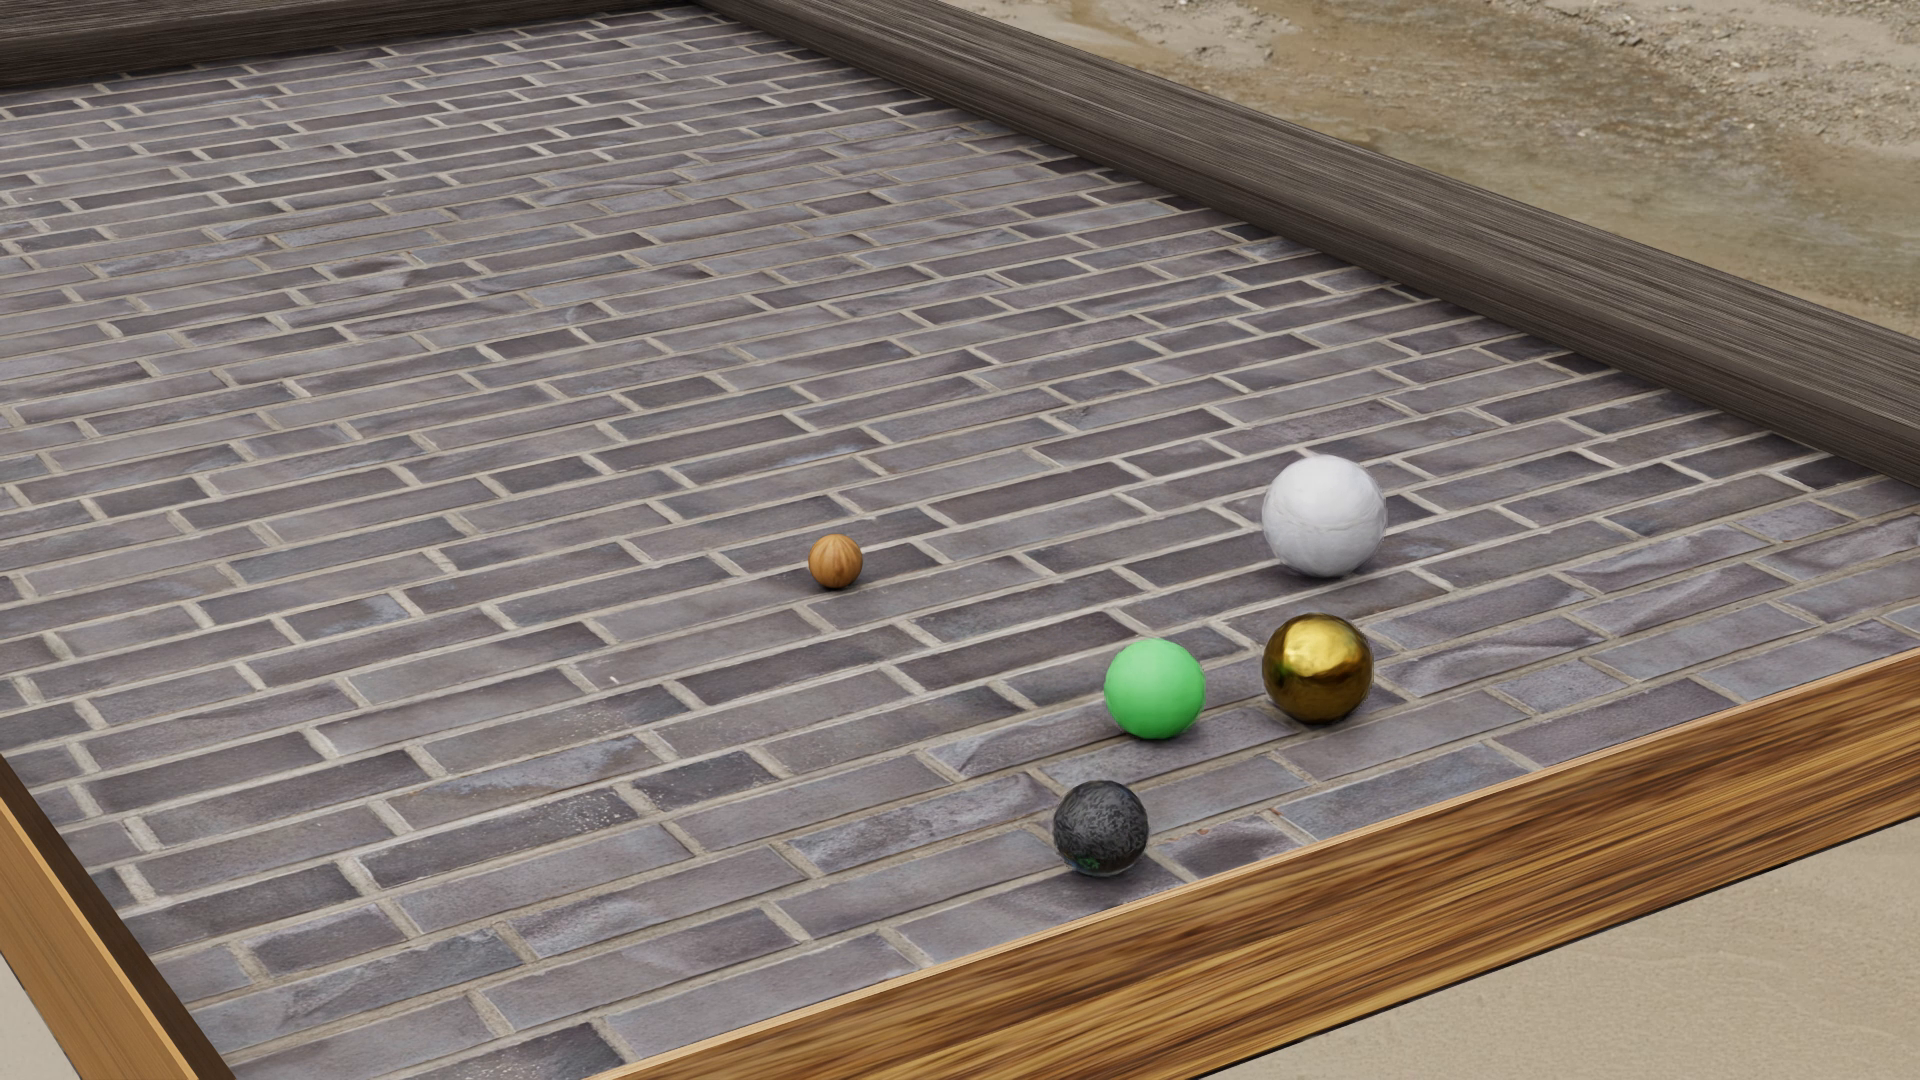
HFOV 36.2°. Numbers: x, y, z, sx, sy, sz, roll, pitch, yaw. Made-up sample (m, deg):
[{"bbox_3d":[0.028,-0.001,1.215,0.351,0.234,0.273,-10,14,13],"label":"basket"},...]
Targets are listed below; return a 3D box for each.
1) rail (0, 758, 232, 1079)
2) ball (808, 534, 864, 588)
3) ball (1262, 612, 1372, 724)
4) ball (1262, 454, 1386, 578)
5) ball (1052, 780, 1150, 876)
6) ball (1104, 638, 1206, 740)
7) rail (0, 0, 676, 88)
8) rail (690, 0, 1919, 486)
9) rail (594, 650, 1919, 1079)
[{"bbox_3d":[-1.042,-0.090,2.504,0.045,0.129,2.765,-14,26,-29],"label":"rail"},{"bbox_3d":[-0.100,0.017,2.361,0.044,0.044,0.044,0,23,0],"label":"ball"},{"bbox_3d":[0.259,0.093,2.132,0.080,0.080,0.080,0,23,0],"label":"ball"},{"bbox_3d":[0.293,-0.019,2.375,0.099,0.099,0.099,0,23,0],"label":"ball"},{"bbox_3d":[0.092,0.188,1.923,0.063,0.063,0.063,0,23,0],"label":"ball"},{"bbox_3d":[0.139,0.107,2.108,0.072,0.072,0.072,0,23,0],"label":"ball"},{"bbox_3d":[-1.090,-0.694,3.957,1.640,0.129,0.045,-14,26,-29],"label":"rail"},{"bbox_3d":[0.307,-0.415,3.285,0.045,0.129,2.765,-14,26,-29],"label":"rail"},{"bbox_3d":[0.355,0.190,1.832,1.640,0.129,0.045,-14,26,-29],"label":"rail"}]
